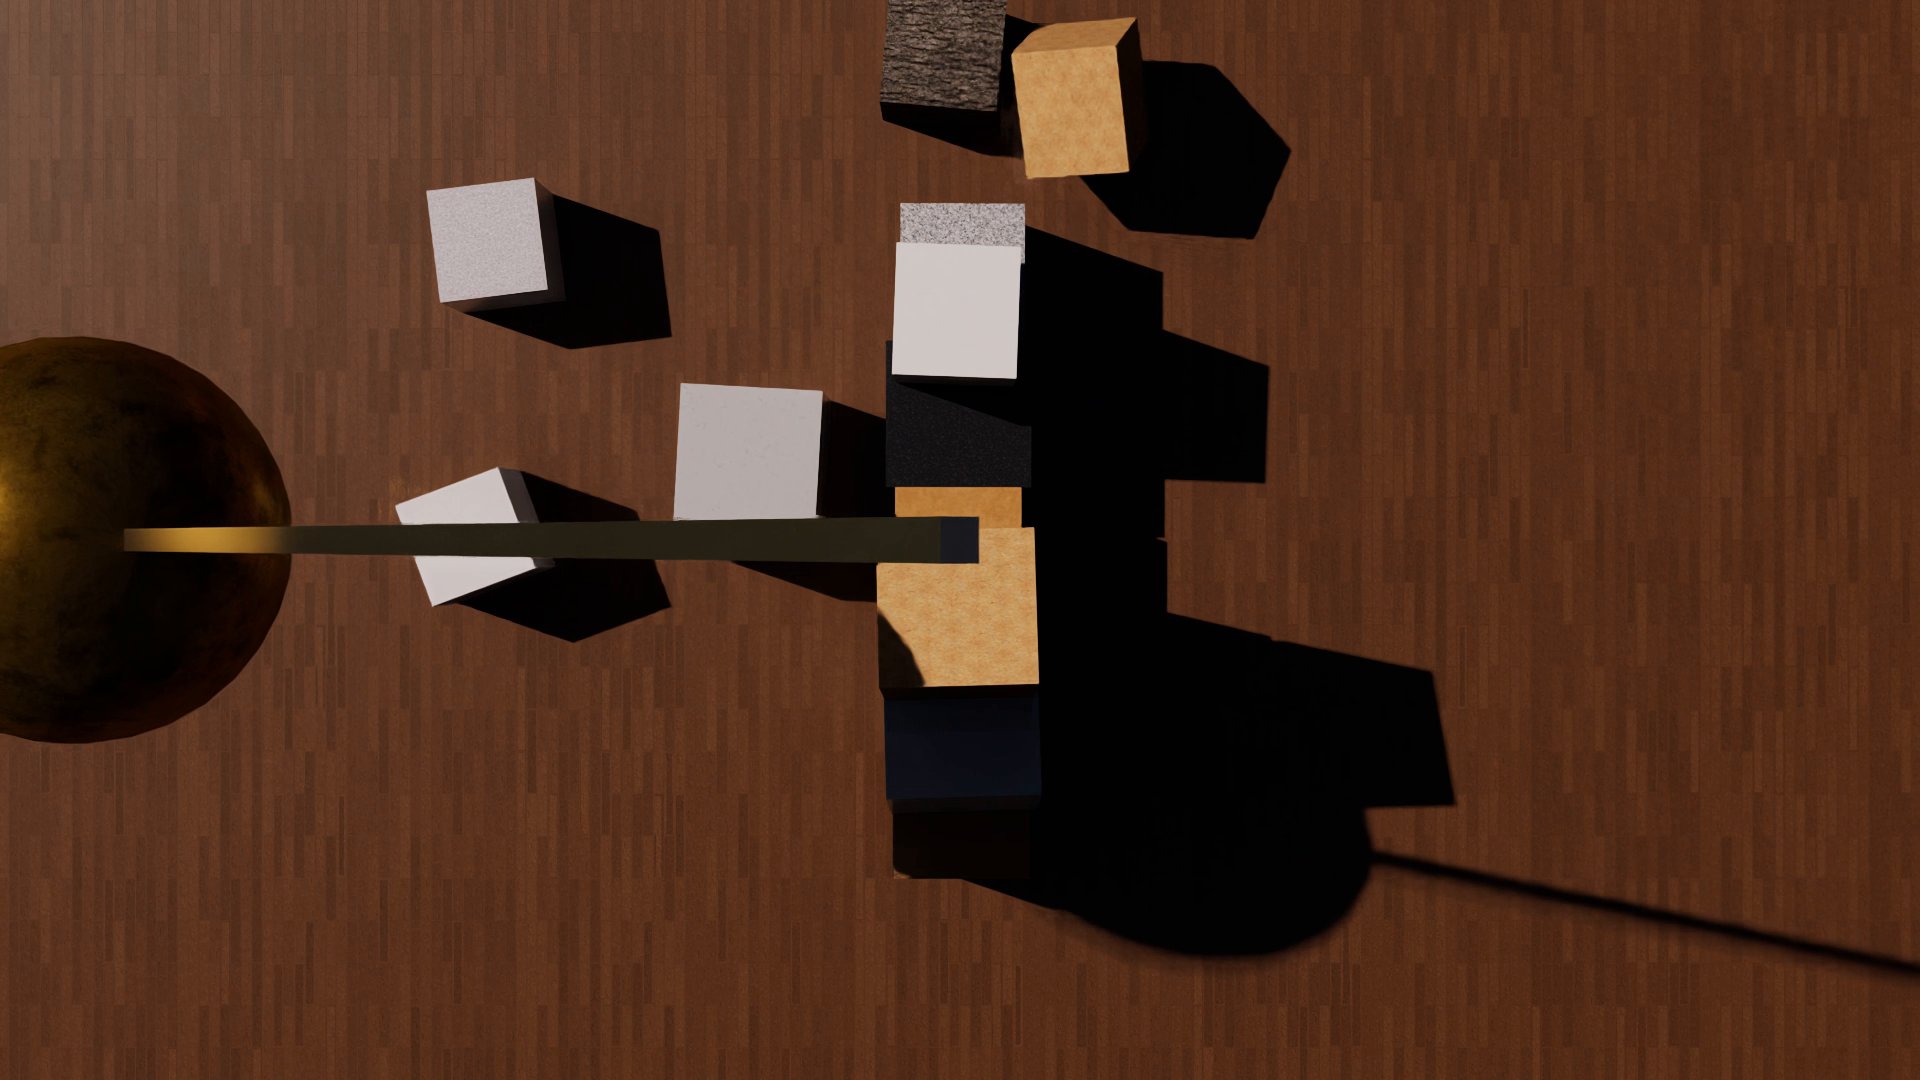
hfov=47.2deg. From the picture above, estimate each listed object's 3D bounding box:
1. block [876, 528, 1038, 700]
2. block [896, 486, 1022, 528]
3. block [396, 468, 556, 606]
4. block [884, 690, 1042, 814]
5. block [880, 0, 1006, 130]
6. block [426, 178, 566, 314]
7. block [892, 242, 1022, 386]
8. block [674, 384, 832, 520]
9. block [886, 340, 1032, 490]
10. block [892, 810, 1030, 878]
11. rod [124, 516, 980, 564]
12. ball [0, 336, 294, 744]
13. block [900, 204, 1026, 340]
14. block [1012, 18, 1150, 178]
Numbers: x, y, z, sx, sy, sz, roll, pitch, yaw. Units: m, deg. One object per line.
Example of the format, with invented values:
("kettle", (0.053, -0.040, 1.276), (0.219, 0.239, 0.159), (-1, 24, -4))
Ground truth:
("block", (-0.013, 0.388, 11.101), (0.775, 0.824, 0.766), (-1, 81, 0))
("block", (-0.010, 0.101, 12.590), (0.700, 0.820, 0.789), (0, 90, 0))
("block", (-2.783, -0.018, 12.684), (0.619, 0.631, 0.606), (-20, 90, 0))
("block", (0.011, 1.063, 11.794), (0.805, 0.768, 0.709), (-2, 77, 0))
("block", (-0.093, -2.797, 12.721), (0.667, 0.557, 0.691), (5, 90, 0))
("block", (-2.671, -1.693, 12.710), (0.612, 0.581, 0.635), (-7, 90, 0))
("block", (-0.018, -1.211, 11.913), (0.657, 0.618, 0.695), (2, 90, 0))
("block", (-1.177, -0.388, 12.584), (0.786, 0.831, 0.919), (3, 90, 0))
("block", (-0.007, -0.702, 12.623), (0.811, 0.754, 0.816), (0, 90, 0))
("block", (0.006, 1.526, 12.581), (0.756, 0.838, 0.697), (0, 90, 0))
("rod", (-1.495, 0.000, 5.850), (0.080, 5.200, 0.080), (0, 90, -35))
("ball", (-3.450, 0.000, 8.631), (1.600, 1.600, 1.600), (0, 90, 0))
("block", (0.014, -1.491, 12.611), (0.693, 0.777, 0.761), (0, 90, 0))
("block", (0.694, -2.511, 12.483), (0.591, 0.662, 0.712), (-1, 116, 16))
